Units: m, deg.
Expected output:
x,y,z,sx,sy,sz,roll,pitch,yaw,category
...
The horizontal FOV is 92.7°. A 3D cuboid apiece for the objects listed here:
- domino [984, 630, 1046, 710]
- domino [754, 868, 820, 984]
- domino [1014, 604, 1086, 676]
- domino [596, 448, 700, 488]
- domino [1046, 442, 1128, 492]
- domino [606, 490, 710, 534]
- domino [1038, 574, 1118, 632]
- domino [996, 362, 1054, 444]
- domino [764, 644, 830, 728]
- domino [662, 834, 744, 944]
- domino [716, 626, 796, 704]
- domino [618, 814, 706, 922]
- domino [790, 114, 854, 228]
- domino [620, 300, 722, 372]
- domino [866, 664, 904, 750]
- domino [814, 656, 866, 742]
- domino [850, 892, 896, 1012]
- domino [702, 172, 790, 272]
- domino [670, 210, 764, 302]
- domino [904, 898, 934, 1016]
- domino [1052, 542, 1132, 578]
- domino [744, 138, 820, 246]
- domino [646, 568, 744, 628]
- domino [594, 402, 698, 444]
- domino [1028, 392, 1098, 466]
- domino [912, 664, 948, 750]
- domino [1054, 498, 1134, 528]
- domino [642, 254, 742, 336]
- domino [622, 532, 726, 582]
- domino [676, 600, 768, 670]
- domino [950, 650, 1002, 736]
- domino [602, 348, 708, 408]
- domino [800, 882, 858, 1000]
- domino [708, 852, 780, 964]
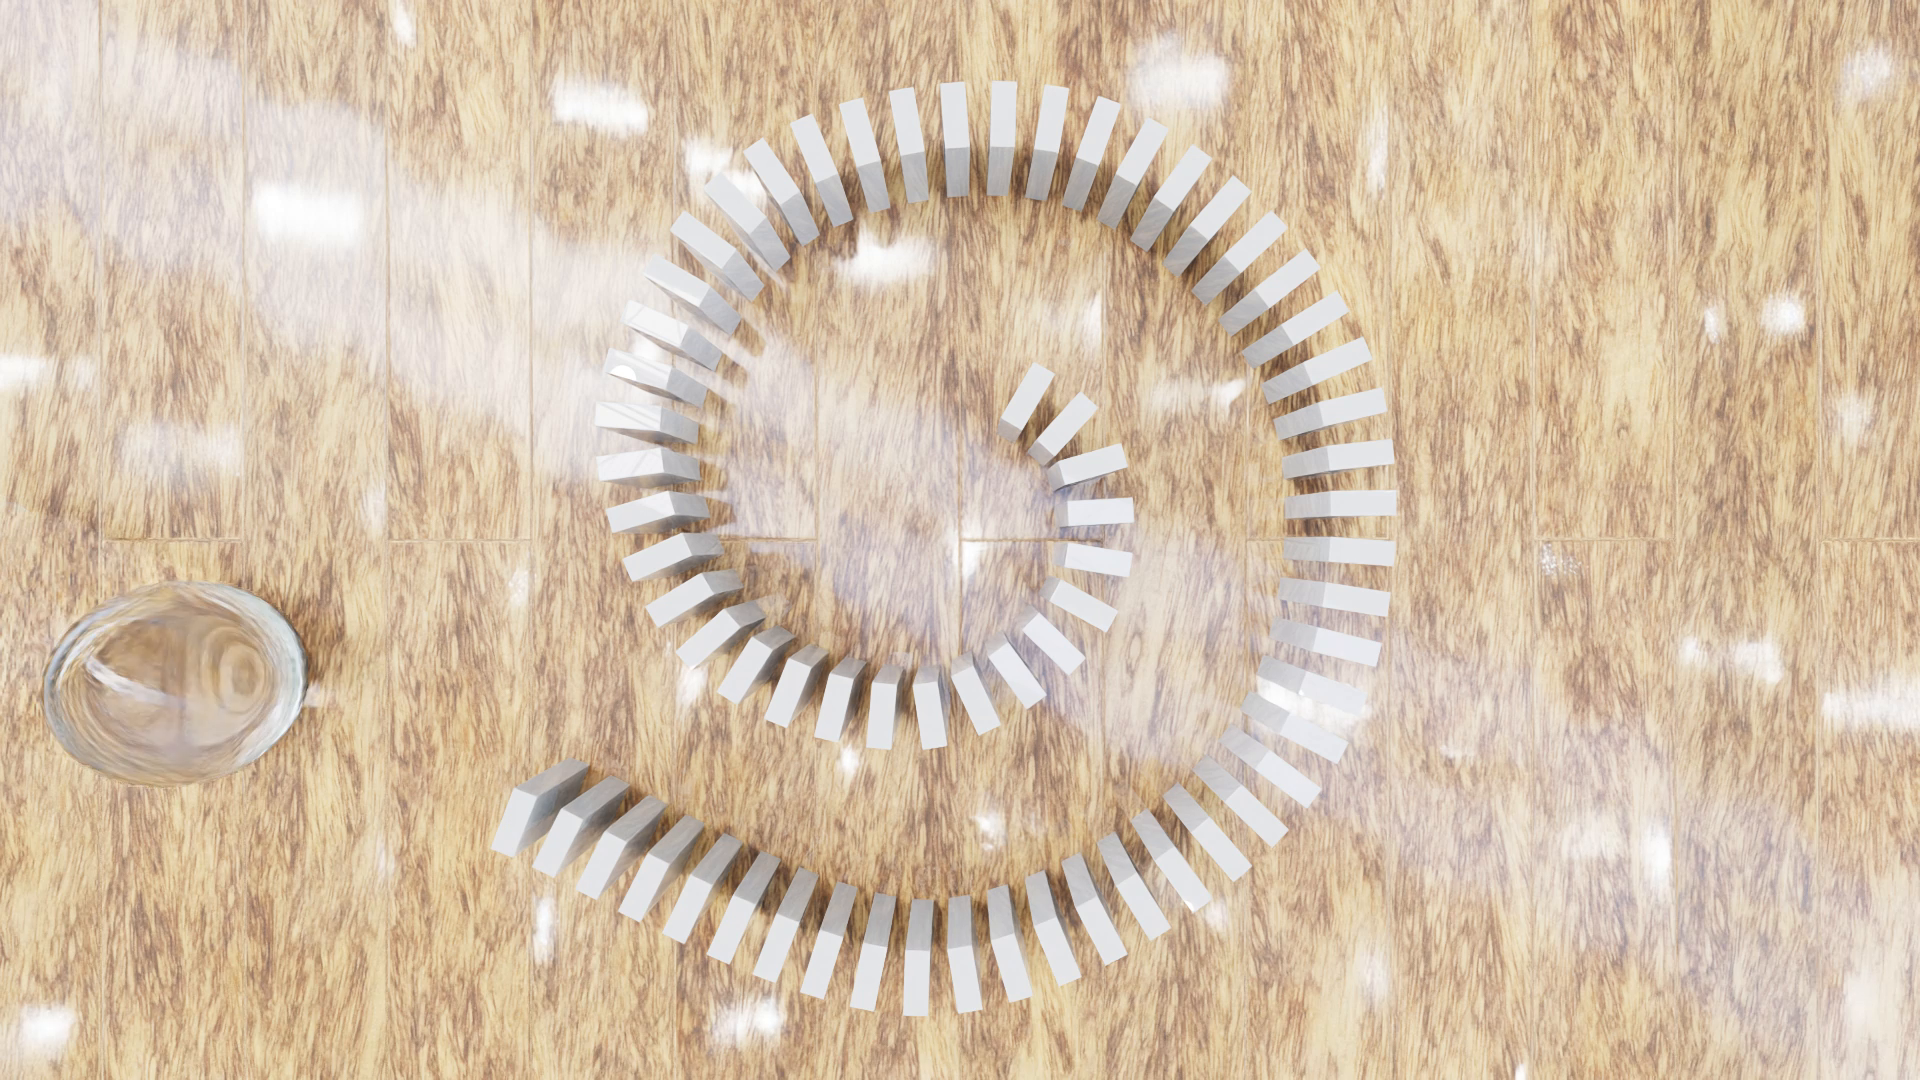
x,y,z,sx,sy,sz,roll,pitch,yaw,category
0.022,0.052,0.375,0.009,0.050,0.025,-36,90,0,domino
-0.070,0.156,0.375,0.010,0.050,0.025,21,90,0,domino
0.036,0.040,0.375,0.025,0.050,0.010,44,90,0,domino
-0.126,-0.029,0.375,0.025,0.050,0.009,-8,90,0,domino
0.051,-0.029,0.375,0.025,0.050,0.009,-16,90,0,domino
-0.122,-0.011,0.375,0.025,0.050,0.010,-17,90,0,domino
0.047,0.025,0.375,0.025,0.050,0.009,29,90,0,domino
0.026,-0.055,0.375,0.009,0.050,0.025,30,90,0,domino
-0.066,0.058,0.375,0.009,0.050,0.025,22,90,0,domino
-0.104,0.141,0.375,0.010,0.050,0.025,26,90,0,domino
-0.082,0.050,0.375,0.010,0.050,0.025,33,90,0,domino
-0.121,0.133,0.375,0.009,0.050,0.025,27,90,0,domino
-0.056,-0.150,0.375,0.010,0.050,0.025,-23,90,0,domino
-0.117,-0.083,0.375,0.025,0.050,0.010,24,90,0,domino
-0.030,0.067,0.375,0.009,0.050,0.025,5,90,0,domino
-0.048,0.064,0.375,0.009,0.050,0.025,14,90,0,domino
-0.035,0.167,0.375,0.009,0.050,0.025,12,90,0,domino
-0.086,-0.129,0.375,0.025,0.050,0.010,45,90,0,domino
-0.098,-0.115,0.375,0.025,0.050,0.010,37,90,0,domino
-0.017,0.169,0.375,0.010,0.050,0.025,2,90,0,domino
0.053,0.008,0.375,0.025,0.050,0.010,9,90,0,domino
-0.072,-0.141,0.375,0.010,0.050,0.025,-35,90,0,domino
-0.107,0.023,0.375,0.025,0.050,0.009,-31,90,0,domino
-0.127,-0.047,0.375,0.025,0.050,0.010,4,90,0,domino
0.041,-0.044,0.375,0.009,0.050,0.025,42,90,0,domino
-0.011,0.067,0.375,0.010,0.050,0.025,-9,90,0,domino
0.054,-0.011,0.375,0.025,0.050,0.010,-3,90,0,domino
-0.108,-0.099,0.375,0.025,0.050,0.009,30,90,0,domino
-0.116,0.007,0.375,0.025,0.050,0.009,-24,90,0,domino
-0.096,0.038,0.375,0.025,0.050,0.009,-41,90,0,domino
0.006,0.061,0.375,0.010,0.050,0.025,-25,90,0,domino
-0.123,-0.065,0.375,0.025,0.050,0.009,16,90,0,domino
-0.053,0.162,0.375,0.009,0.050,0.025,18,90,0,domino
-0.087,0.149,0.375,0.010,0.050,0.025,24,90,0,domino
